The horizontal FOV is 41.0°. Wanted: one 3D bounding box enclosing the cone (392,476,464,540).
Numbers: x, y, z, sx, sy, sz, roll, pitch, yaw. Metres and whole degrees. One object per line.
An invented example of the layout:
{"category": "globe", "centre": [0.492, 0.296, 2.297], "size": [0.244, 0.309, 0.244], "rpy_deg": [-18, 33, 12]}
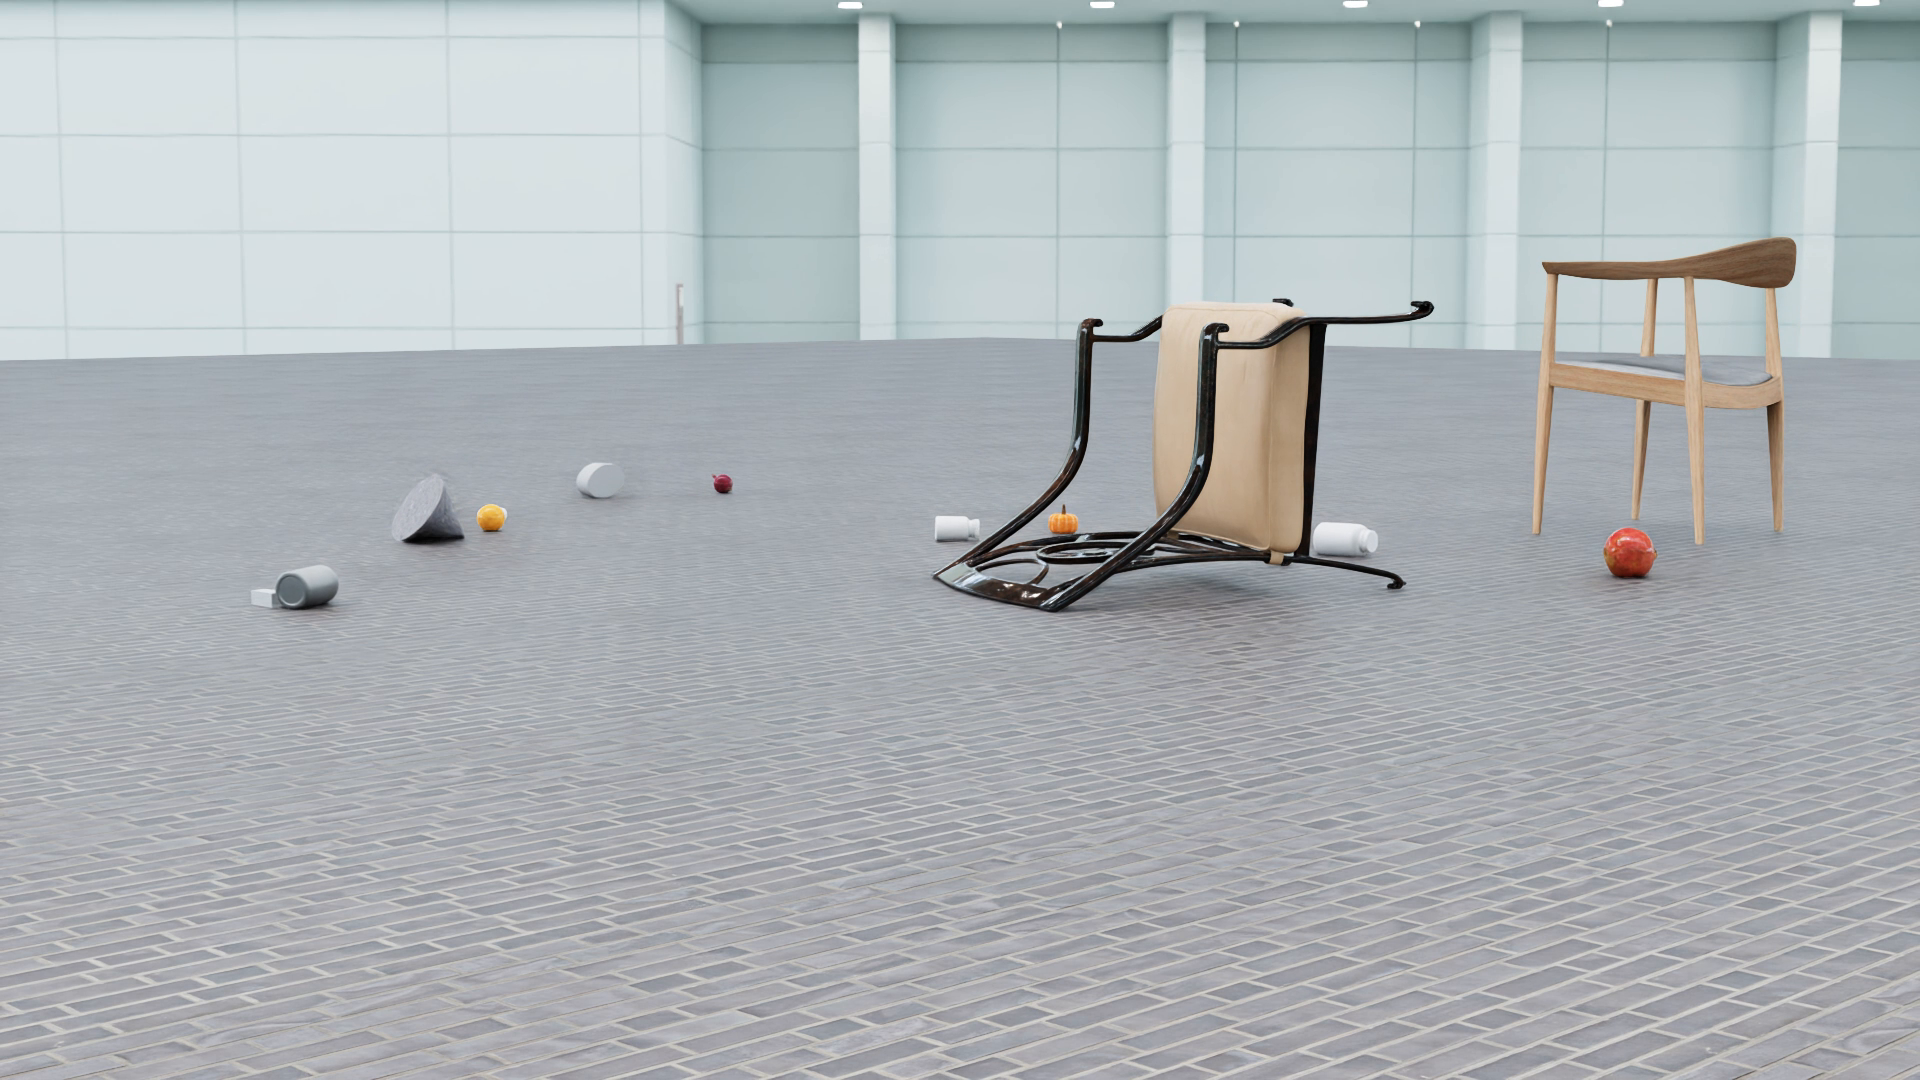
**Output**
{"category": "cone", "centre": [-1.302, -0.043, 6.439], "size": [0.145, 0.190, 0.294], "rpy_deg": [34, -15, -25]}

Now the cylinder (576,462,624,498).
{"category": "cylinder", "centre": [-1.074, -0.179, 7.659], "size": [0.124, 0.094, 0.086], "rpy_deg": [-31, 20, -25]}

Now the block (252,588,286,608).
{"category": "block", "centre": [-1.385, 0.117, 5.142], "size": [0.078, 0.028, 0.033], "rpy_deg": [6, 8, 44]}
